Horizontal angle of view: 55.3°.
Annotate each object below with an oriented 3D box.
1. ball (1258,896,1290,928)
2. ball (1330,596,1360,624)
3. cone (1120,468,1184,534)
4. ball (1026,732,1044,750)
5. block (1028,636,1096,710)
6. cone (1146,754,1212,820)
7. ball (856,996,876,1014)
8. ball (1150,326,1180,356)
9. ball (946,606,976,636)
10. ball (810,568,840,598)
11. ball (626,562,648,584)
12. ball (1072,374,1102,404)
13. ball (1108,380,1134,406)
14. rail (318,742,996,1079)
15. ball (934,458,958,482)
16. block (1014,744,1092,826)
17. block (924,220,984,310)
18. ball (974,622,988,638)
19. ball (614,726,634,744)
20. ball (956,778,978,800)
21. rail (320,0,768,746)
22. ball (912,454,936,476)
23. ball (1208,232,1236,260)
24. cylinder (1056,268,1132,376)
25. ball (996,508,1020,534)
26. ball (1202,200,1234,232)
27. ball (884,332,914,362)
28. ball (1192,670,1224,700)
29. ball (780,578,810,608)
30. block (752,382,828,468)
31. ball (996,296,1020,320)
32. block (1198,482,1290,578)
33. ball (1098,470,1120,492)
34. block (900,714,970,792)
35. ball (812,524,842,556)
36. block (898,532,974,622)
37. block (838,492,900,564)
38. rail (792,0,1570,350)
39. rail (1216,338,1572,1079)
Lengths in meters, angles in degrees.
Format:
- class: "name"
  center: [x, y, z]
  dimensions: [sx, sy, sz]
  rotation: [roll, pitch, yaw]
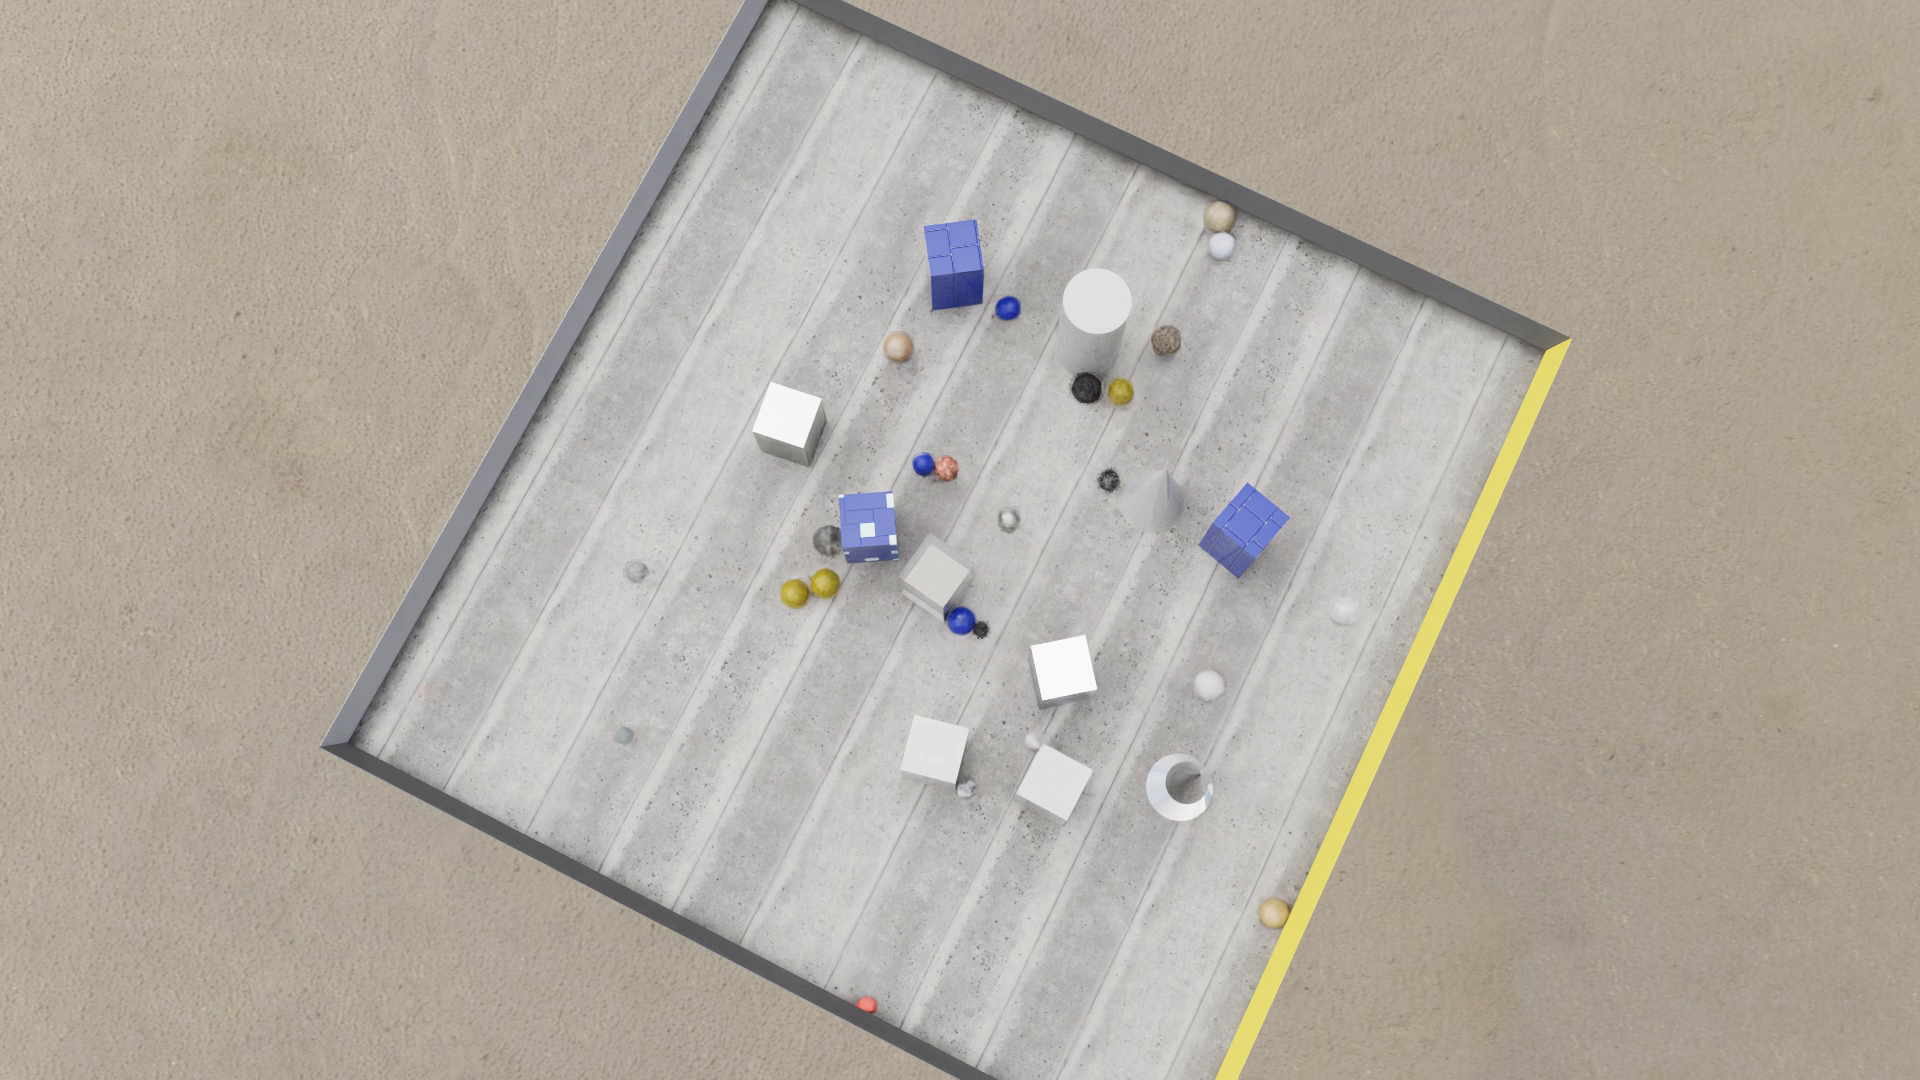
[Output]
- class: "ball"
  center: [0.916, 1.086, 5.346]
  dimensions: [0.090, 0.090, 0.090]
  rotation: [0, 78, 0]
- class: "ball"
  center: [1.161, 0.214, 5.529]
  dimensions: [0.084, 0.084, 0.084]
  rotation: [0, 78, 0]
- class: "cone"
  center: [0.590, -0.162, 5.436]
  dimensions: [0.200, 0.420, 0.200]
  rotation: [0, 78, 0]
- class: "ball"
  center: [0.223, 0.599, 5.467]
  dimensions: [0.051, 0.051, 0.051]
  rotation: [0, 78, 0]
- class: "block"
  center: [0.299, 0.393, 5.404]
  dimensions: [0.160, 0.257, 0.160]
  rotation: [-11, 79, -2]
- class: "cone"
  center: [0.655, 0.687, 5.223]
  dimensions: [0.200, 0.493, 0.200]
  rotation: [0, 78, 0]
- class: "ball"
  center: [-0.271, 1.350, 5.308]
  dimensions: [0.056, 0.056, 0.056]
  rotation: [0, 78, 0]
- class: "ball"
  center: [0.639, -0.618, 5.698]
  dimensions: [0.092, 0.092, 0.092]
  rotation: [0, 78, 0]
- class: "ball"
  center: [0.004, 0.244, 5.522]
  dimensions: [0.087, 0.087, 0.087]
  rotation: [0, 78, 0]
- class: "ball"
  center: [-0.406, 0.130, 5.543]
  dimensions: [0.092, 0.092, 0.092]
  rotation: [0, 78, 0]
- class: "ball"
  center: [-0.979, 0.099, 5.562]
  dimensions: [0.068, 0.068, 0.068]
  rotation: [0, 78, 0]
- class: "ball"
  center: [0.393, -0.467, 5.665]
  dimensions: [0.094, 0.094, 0.094]
  rotation: [0, 78, 0]
- class: "ball"
  center: [0.498, -0.456, 5.670]
  dimensions: [0.081, 0.081, 0.081]
  rotation: [0, 78, 0]
- class: "rail"
  center: [-0.615, 1.211, 5.299]
  dimensions: [2.796, 0.130, 0.045]
  rotation: [26, 80, 5]
- class: "ball"
  center: [-0.040, -0.217, 5.624]
  dimensions: [0.073, 0.073, 0.073]
  rotation: [0, 78, 0]
- class: "block"
  center: [0.267, 0.712, 5.309]
  dimensions: [0.160, 0.313, 0.160]
  rotation: [28, 80, 5]
- class: "block"
  center: [-0.019, -0.842, 5.631]
  dimensions: [0.160, 0.314, 0.160]
  rotation: [-8, 78, -2]
- class: "ball"
  center: [0.063, 0.271, 5.537]
  dimensions: [0.046, 0.046, 0.046]
  rotation: [0, 78, 0]
- class: "ball"
  center: [-1.002, 0.583, 5.468]
  dimensions: [0.055, 0.055, 0.055]
  rotation: [0, 78, 0]
- class: "ball"
  center: [0.021, 0.739, 5.433]
  dimensions: [0.061, 0.061, 0.061]
  rotation: [0, 78, 0]
- class: "rail"
  center: [-1.229, -0.595, 5.672]
  dimensions: [0.045, 0.130, 2.797]
  rotation: [26, 80, 5]
- class: "ball"
  center: [-0.110, -0.230, 5.629]
  dimensions: [0.069, 0.069, 0.069]
  rotation: [0, 78, 0]
- class: "ball"
  center: [0.822, -0.924, 5.763]
  dimensions: [0.088, 0.088, 0.088]
  rotation: [0, 78, 0]
- class: "cylinder"
  center: [0.398, -0.647, 5.525]
  dimensions: [0.200, 0.443, 0.200]
  rotation: [0, 78, 0]
- class: "ball"
  center: [0.148, -0.058, 5.591]
  dimensions: [0.074, 0.074, 0.074]
  rotation: [0, 78, 0]
- class: "ball"
  center: [0.815, -1.018, 5.776]
  dimensions: [0.100, 0.100, 0.100]
  rotation: [0, 78, 0]
- class: "ball"
  center: [-0.192, -0.597, 5.692]
  dimensions: [0.094, 0.094, 0.094]
  rotation: [0, 78, 0]
- class: "ball"
  center: [0.743, 0.434, 5.479]
  dimensions: [0.093, 0.093, 0.093]
  rotation: [0, 78, 0]
- class: "ball"
  center: [-0.500, 0.160, 5.538]
  dimensions: [0.089, 0.089, 0.089]
  rotation: [0, 78, 0]
- class: "block"
  center: [-0.514, -0.347, 5.563]
  dimensions: [0.160, 0.246, 0.160]
  rotation: [18, 79, 4]
- class: "ball"
  center: [0.148, -0.724, 5.728]
  dimensions: [0.076, 0.076, 0.076]
  rotation: [0, 78, 0]
- class: "block"
  center: [0.842, -0.025, 5.456]
  dimensions: [0.160, 0.325, 0.160]
  rotation: [40, 81, 8]
- class: "ball"
  center: [0.457, -0.183, 5.621]
  dimensions: [0.066, 0.066, 0.066]
  rotation: [0, 78, 0]
- class: "block"
  center: [-0.071, 0.622, 5.320]
  dimensions: [0.160, 0.329, 0.160]
  rotation: [14, 79, 3]
- class: "ball"
  center: [-0.399, 0.001, 5.568]
  dimensions: [0.096, 0.096, 0.096]
  rotation: [0, 78, 0]
- class: "block"
  center: [-0.068, 0.115, 5.451]
  dimensions: [0.160, 0.278, 0.160]
  rotation: [34, 80, 7]
- class: "block"
  center: [-0.272, -0.036, 5.502]
  dimensions: [0.160, 0.240, 0.160]
  rotation: [-4, 78, -1]
- class: "rail"
  center: [0.615, -1.197, 5.797]
  dimensions: [2.796, 0.130, 0.045]
  rotation: [26, 80, 5]
- class: "rail"
  center: [1.229, 0.609, 5.423]
  dimensions: [0.045, 0.130, 2.797]
  rotation: [26, 80, 5]
